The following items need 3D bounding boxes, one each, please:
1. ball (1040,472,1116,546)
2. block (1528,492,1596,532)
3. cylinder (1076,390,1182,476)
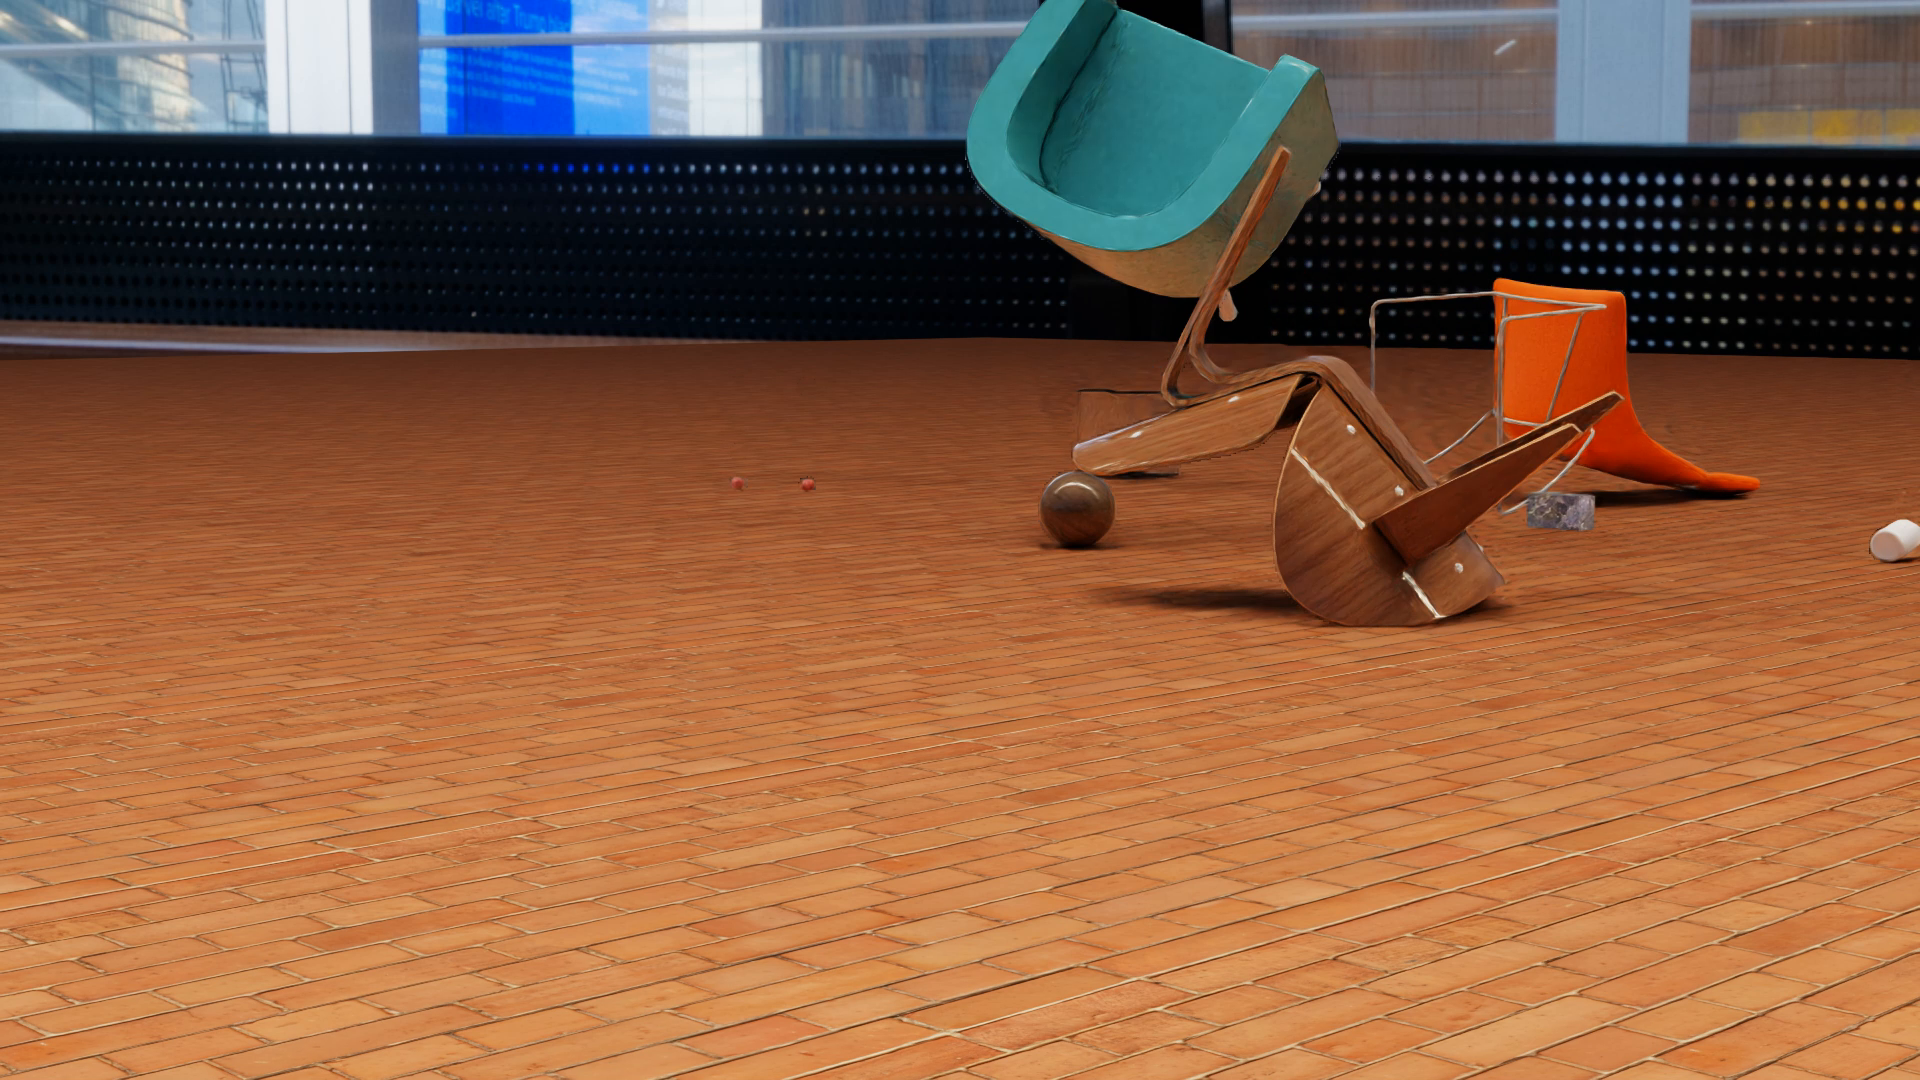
[{"bbox_3d":[0.286,-0.075,6.243,0.185,0.185,0.185,0,6,0],"label":"ball"},{"bbox_3d":[1.572,-0.076,6.710,0.071,0.090,0.159,-5,8,-43],"label":"block"},{"bbox_3d":[0.558,-0.356,8.494,0.343,0.267,0.343,4,5,20],"label":"cylinder"}]
